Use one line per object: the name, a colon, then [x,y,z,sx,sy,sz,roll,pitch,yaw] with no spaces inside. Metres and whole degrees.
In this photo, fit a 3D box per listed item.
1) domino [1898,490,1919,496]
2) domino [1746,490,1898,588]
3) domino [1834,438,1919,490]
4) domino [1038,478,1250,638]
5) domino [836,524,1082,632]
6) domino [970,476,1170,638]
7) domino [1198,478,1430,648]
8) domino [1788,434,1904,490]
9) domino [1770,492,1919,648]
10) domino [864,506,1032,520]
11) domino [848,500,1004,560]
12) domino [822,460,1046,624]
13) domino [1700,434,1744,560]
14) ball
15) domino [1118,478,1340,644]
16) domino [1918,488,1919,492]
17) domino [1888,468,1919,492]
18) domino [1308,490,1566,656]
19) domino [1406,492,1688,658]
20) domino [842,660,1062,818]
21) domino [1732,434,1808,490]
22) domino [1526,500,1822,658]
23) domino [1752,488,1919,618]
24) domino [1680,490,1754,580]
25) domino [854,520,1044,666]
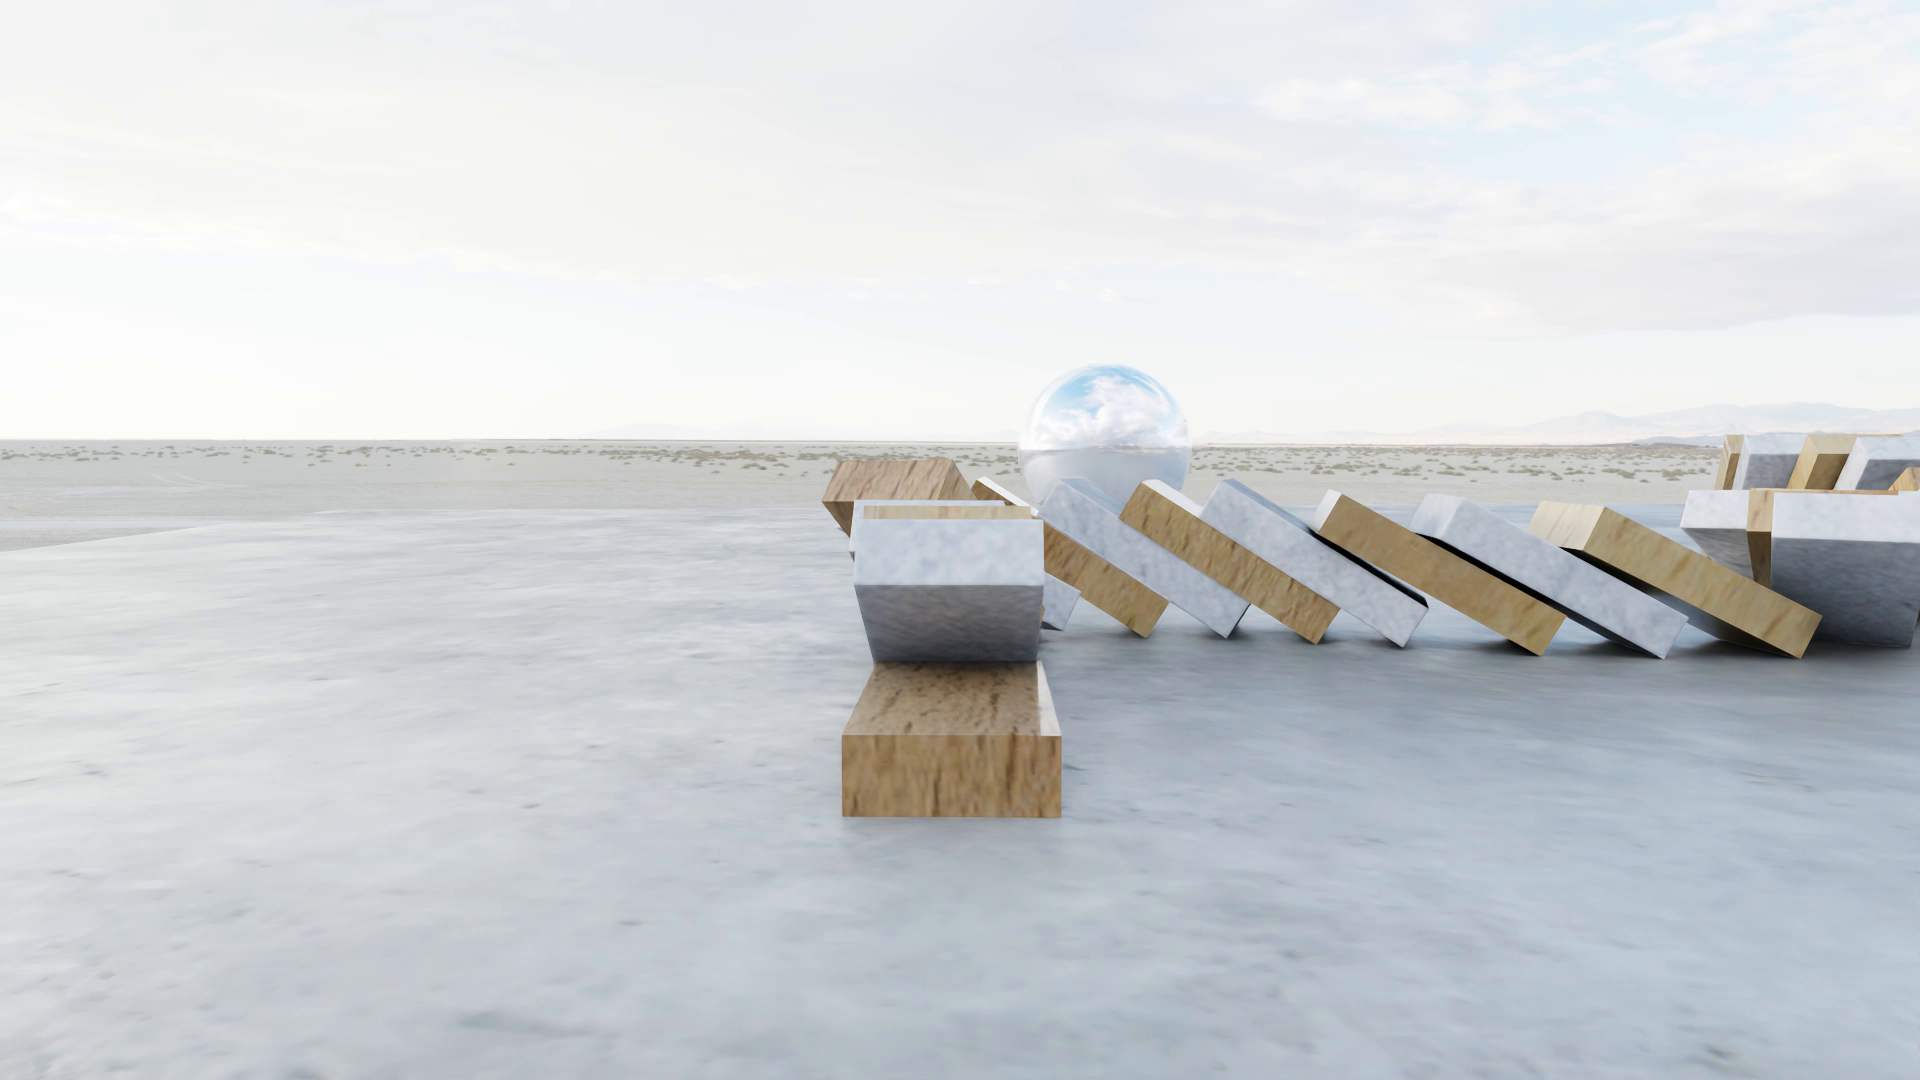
domino: [0.237,0.003,0.313,0.050,0.010,0.025,32,-18,-38]
domino: [0.186,0.005,0.276,0.025,0.009,0.050,2,-25,36]
domino: [0.270,-0.008,0.377,0.025,0.050,0.010,1,45,11]
domino: [0.044,0.003,0.295,0.050,0.010,0.025,34,12,13]
domino: [-0.001,0.004,0.281,0.050,0.010,0.025,28,-9,-14]
domino: [0.023,0.003,0.294,0.050,0.010,0.025,33,6,2]
domino: [0.077,0.004,0.282,0.050,0.010,0.025,34,13,13]
domino: [0.266,-0.009,0.391,0.025,0.050,0.010,1,42,11]
domino: [0.178,0.007,0.258,0.025,0.010,0.050,3,-24,33]
domino: [-0.001,0.010,0.212,0.025,0.009,0.050,0,-26,2]
domino: [-0.003,0.009,0.233,0.025,0.009,0.050,1,-26,8]
domino: [-0.004,0.004,0.255,0.025,0.010,0.050,1,-35,29]
domino: [0.260,-0.012,0.418,0.025,0.050,0.010,1,42,19]
ball: [0.068,-0.042,0.599,0.080,0.080,0.080,0,4,0]
domino: [0.061,0.004,0.288,0.050,0.010,0.025,34,13,12]
domino: [0.265,-0.001,0.343,0.025,0.009,0.050,1,-30,13]
domino: [0.269,-0.003,0.360,0.025,0.010,0.050,1,-30,11]
domino: [0.099,0.006,0.271,0.050,0.009,0.025,30,9,7]
domino: [0.120,0.007,0.266,0.050,0.009,0.025,29,6,2]
domino: [-0.001,0.025,0.171,0.025,0.010,0.050,0,4,1]
domino: [0.259,-0.011,0.406,0.025,0.050,0.010,1,42,19]
domino: [0.146,0.008,0.265,0.050,0.009,0.025,26,3,-4]
domino: [0.213,0.003,0.308,0.050,0.009,0.025,30,-12,-29]
domino: [0.193,0.004,0.299,0.050,0.009,0.025,30,-16,-32]
domino: [-0.001,0.012,0.193,0.025,0.010,0.050,0,-24,1]
